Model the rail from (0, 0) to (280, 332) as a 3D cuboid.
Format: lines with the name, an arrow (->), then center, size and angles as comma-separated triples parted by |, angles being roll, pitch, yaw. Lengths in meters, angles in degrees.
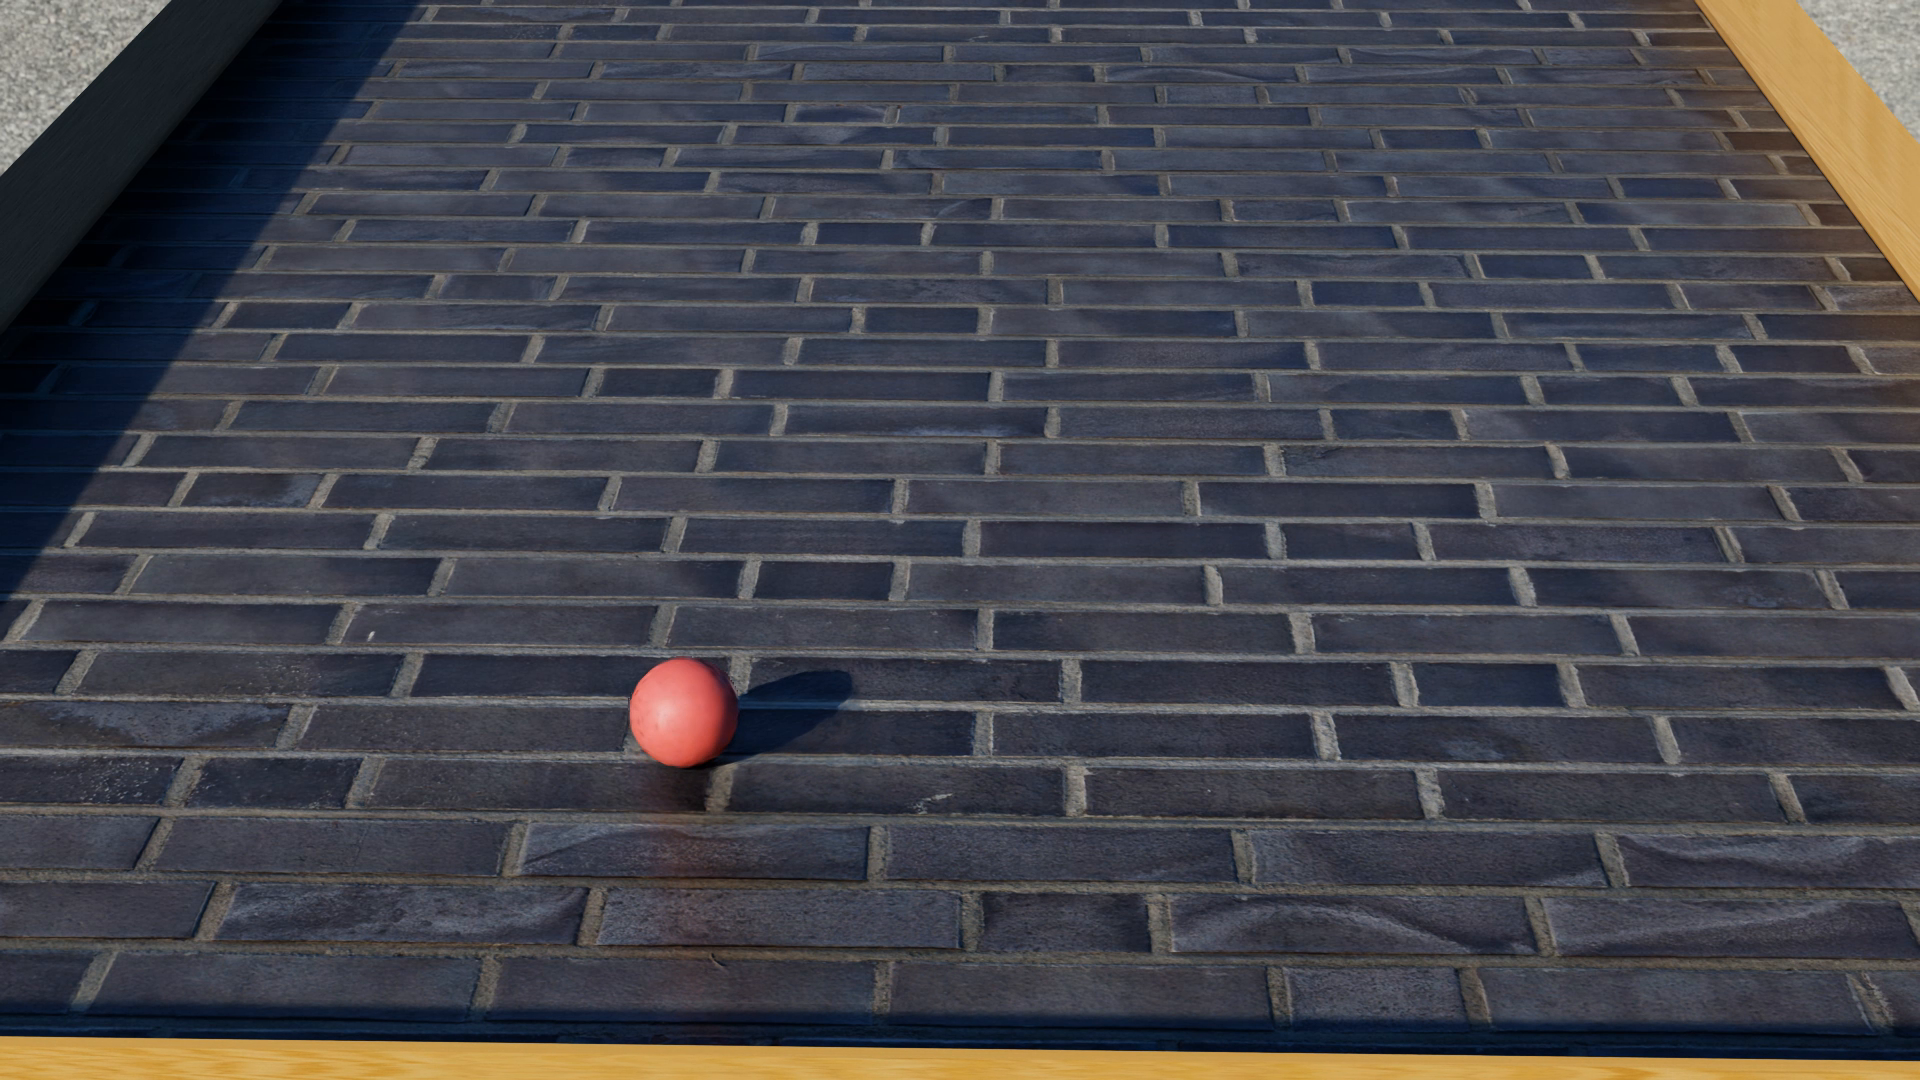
rail -> -0.729, -0.321, 2.517 | 0.045, 0.112, 2.688 | 1, 26, 1

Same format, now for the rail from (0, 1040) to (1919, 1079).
rail -> -0.014, 0.262, 1.315 | 1.536, 0.112, 0.045 | 1, 26, 1

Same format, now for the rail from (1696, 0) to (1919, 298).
rail -> 0.759, -0.307, 2.488 | 0.045, 0.112, 2.688 | 1, 26, 1

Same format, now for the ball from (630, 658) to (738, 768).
ball -> -0.160, 0.100, 1.706 | 0.063, 0.063, 0.063 | 0, 26, 0
